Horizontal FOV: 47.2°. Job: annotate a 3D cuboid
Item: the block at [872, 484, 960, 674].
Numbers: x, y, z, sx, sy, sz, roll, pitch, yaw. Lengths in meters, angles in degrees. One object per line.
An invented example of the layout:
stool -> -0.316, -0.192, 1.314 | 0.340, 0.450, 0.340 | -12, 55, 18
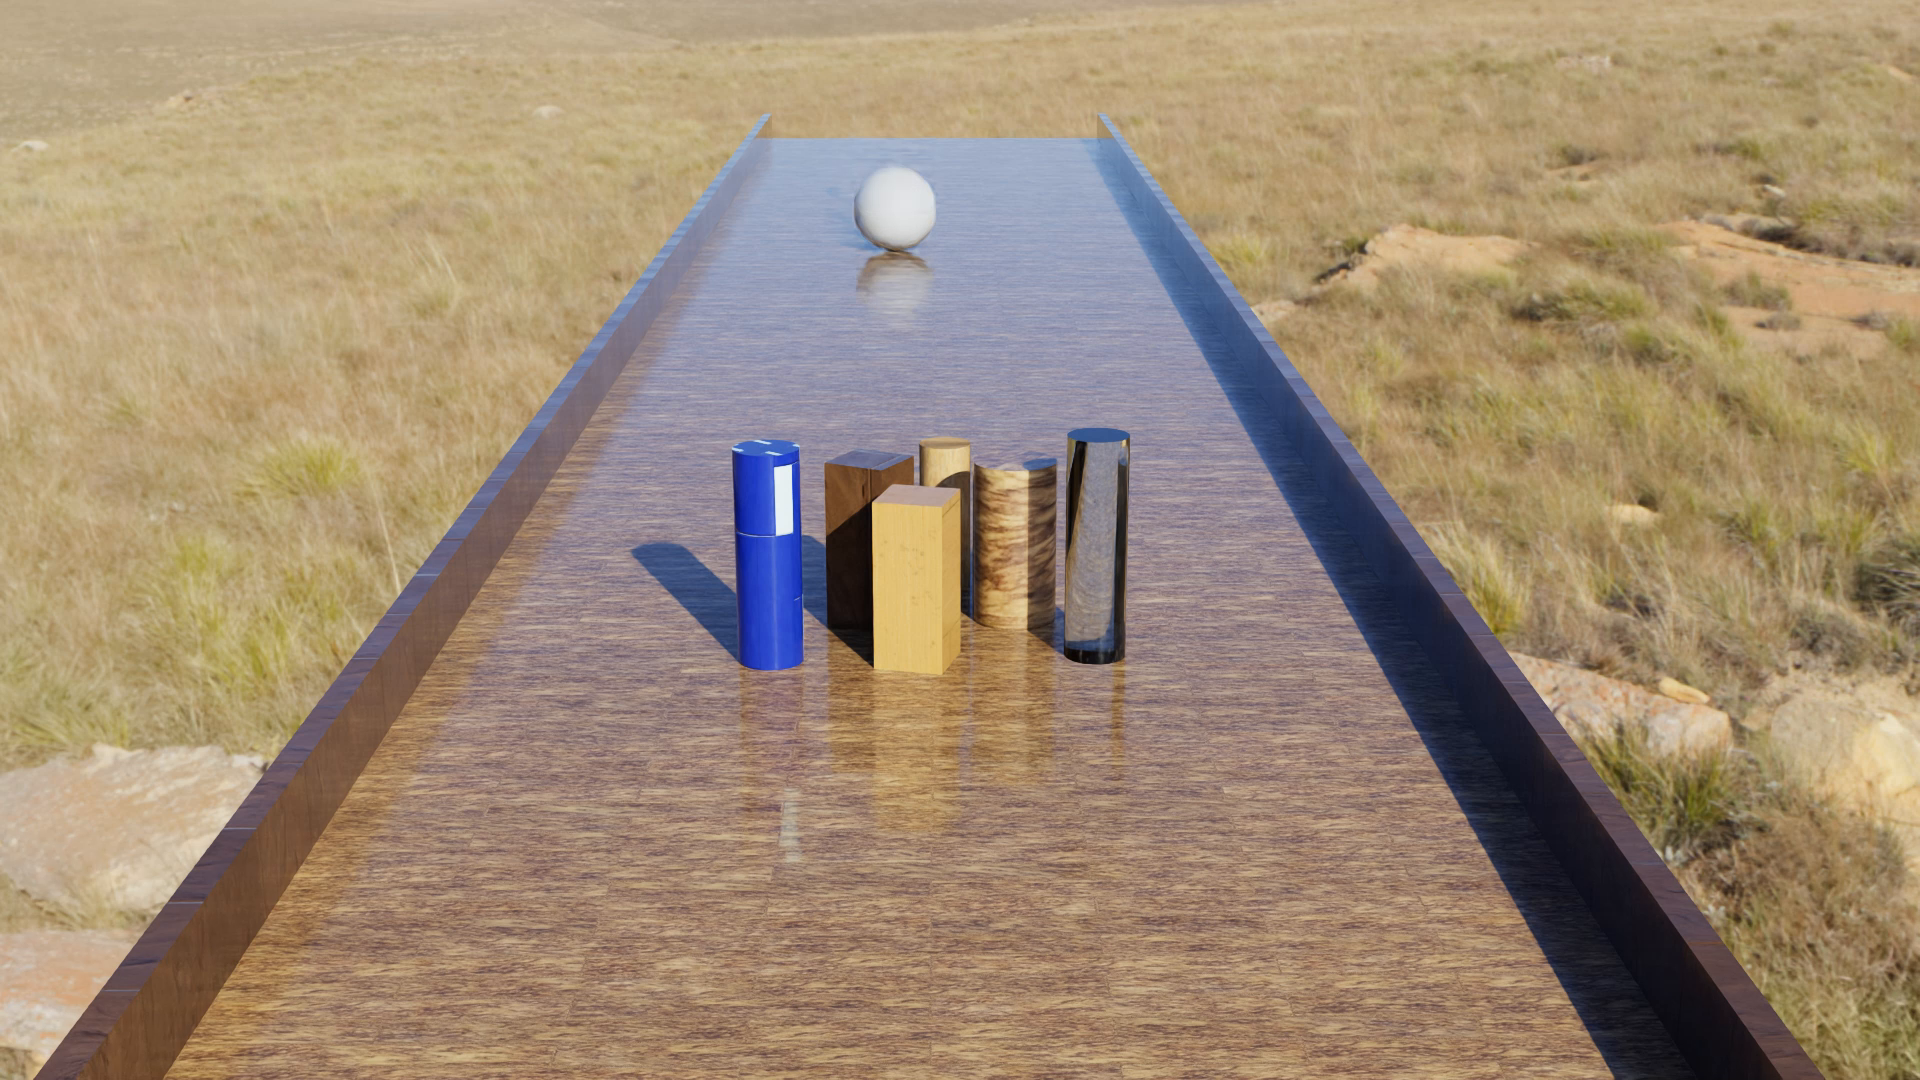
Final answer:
block -> -0.085, 0.077, 4.367 | 0.140, 0.343, 0.140 | 4, 17, 14

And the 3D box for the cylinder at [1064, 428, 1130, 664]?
cylinder -> 0.272, 0.013, 4.384 | 0.124, 0.456, 0.124 | 0, 17, 0

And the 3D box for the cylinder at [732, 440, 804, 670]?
cylinder -> -0.379, 0.030, 4.358 | 0.132, 0.438, 0.132 | 0, 17, 0

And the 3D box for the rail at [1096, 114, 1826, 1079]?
rail -> 0.932, -0.844, 7.801 | 0.050, 0.150, 12.000 | 0, 17, -1

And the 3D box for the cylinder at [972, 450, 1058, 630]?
cylinder -> 0.115, 0.000, 4.624 | 0.176, 0.345, 0.176 | 0, 17, 0

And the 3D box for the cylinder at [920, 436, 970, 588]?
cylinder -> -0.033, -0.059, 4.862 | 0.112, 0.321, 0.112 | 0, 17, 0

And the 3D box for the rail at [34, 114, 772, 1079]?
rail -> -1.118, -0.838, 7.780 | 0.050, 0.150, 12.000 | 0, 17, -1

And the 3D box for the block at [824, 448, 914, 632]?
block -> -0.188, 0.001, 4.608 | 0.136, 0.351, 0.136 | 9, 19, 27

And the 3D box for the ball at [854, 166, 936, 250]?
ball -> -0.276, -1.407, 9.335 | 0.354, 0.354, 0.354 | 0, 17, 0
